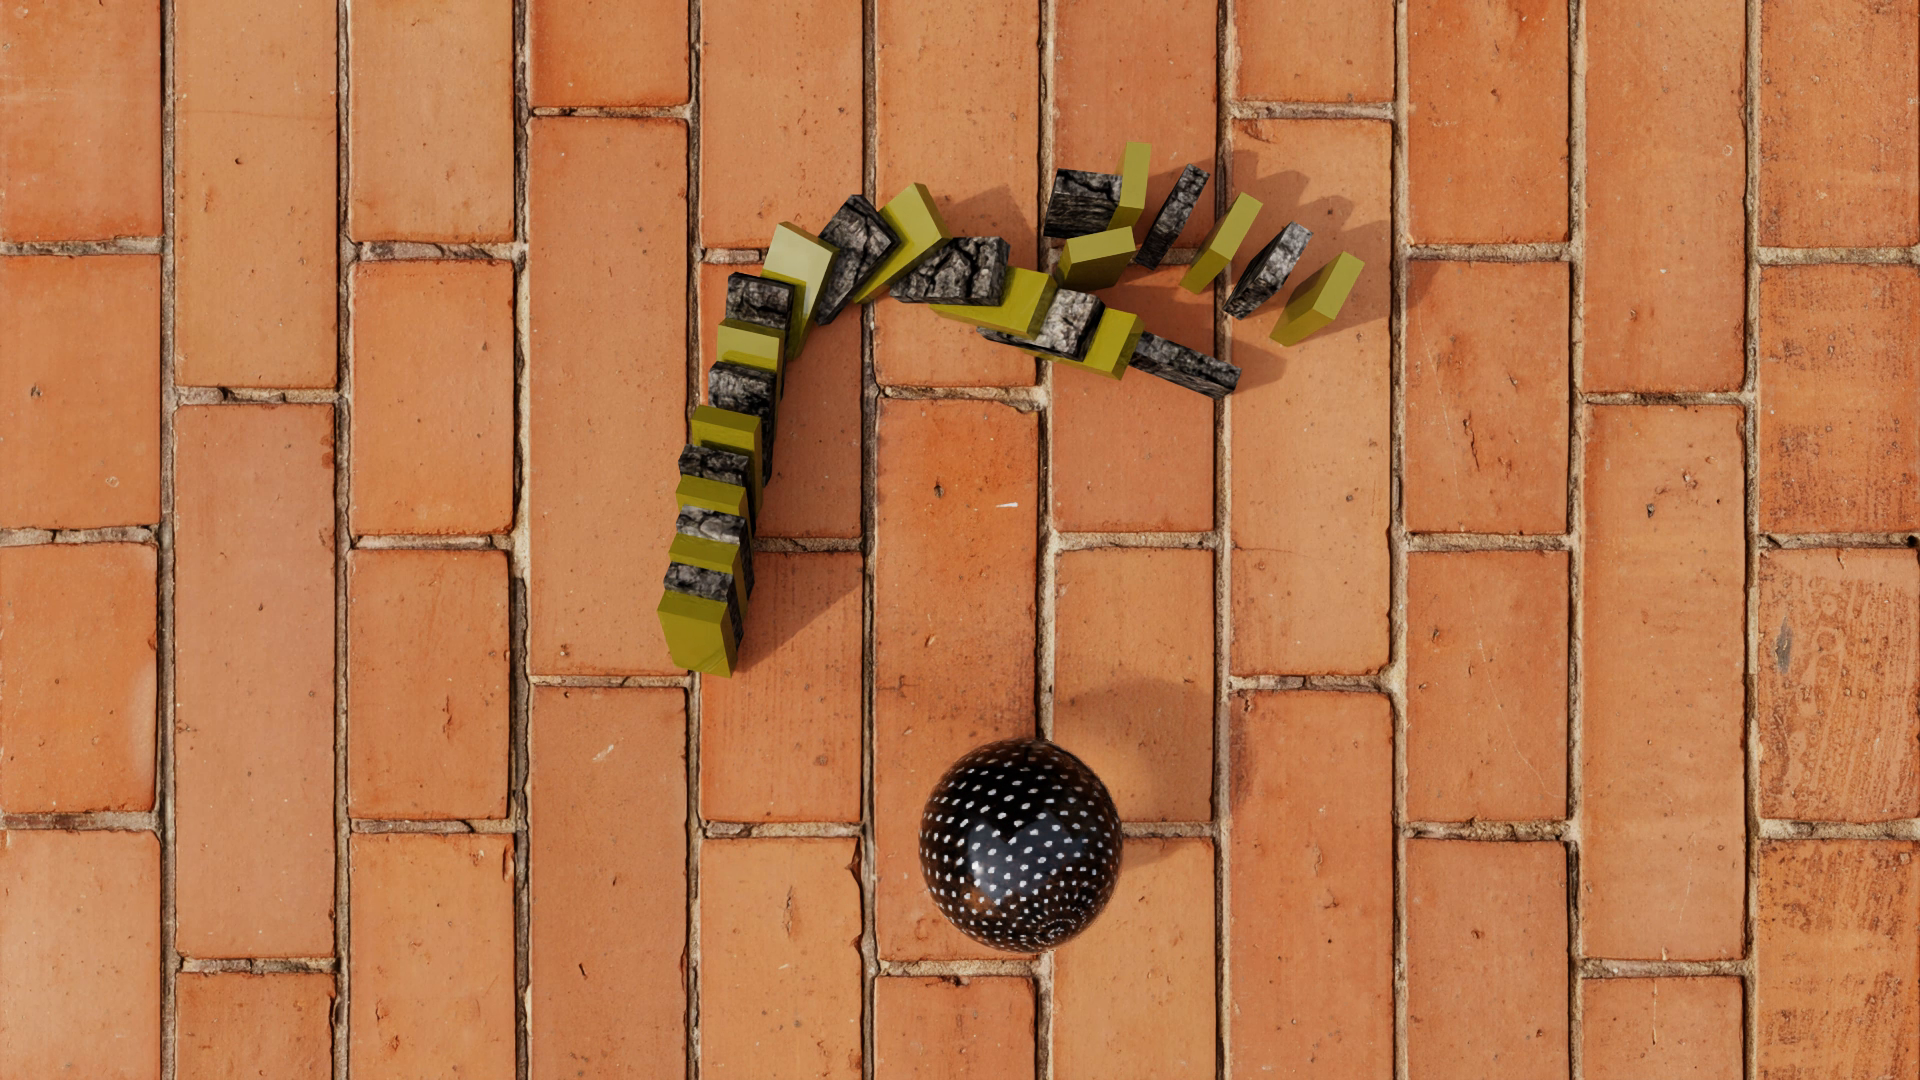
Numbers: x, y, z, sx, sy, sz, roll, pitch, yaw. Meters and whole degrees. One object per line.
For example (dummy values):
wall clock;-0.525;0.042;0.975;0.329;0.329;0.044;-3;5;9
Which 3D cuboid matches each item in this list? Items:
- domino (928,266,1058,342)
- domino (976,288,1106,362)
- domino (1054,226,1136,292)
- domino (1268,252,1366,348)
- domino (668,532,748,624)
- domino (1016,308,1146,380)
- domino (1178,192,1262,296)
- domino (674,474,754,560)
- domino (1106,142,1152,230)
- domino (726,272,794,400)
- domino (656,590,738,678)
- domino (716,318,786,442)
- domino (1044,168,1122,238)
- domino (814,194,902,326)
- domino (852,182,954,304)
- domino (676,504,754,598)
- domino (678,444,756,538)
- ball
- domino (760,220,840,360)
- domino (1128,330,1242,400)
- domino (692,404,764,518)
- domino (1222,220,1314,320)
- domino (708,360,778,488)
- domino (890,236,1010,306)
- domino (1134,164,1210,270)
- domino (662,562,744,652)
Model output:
domino;0.013;-0.102;0.383;0.050;0.009;0.025;22;90;30
domino;0.033;-0.092;0.382;0.050;0.009;0.025;22;90;35
domino;0.054;-0.113;0.375;0.025;0.050;0.009;-12;90;0
domino;0.145;-0.097;0.375;0.009;0.050;0.025;29;90;0
domino;-0.102;0.017;0.377;0.025;0.050;0.010;12;56;0
domino;0.049;-0.085;0.382;0.050;0.009;0.025;25;92;35
domino;0.106;-0.120;0.375;0.009;0.050;0.025;30;90;0
domino;-0.100;-0.006;0.377;0.025;0.050;0.010;12;56;0
domino;0.067;-0.140;0.375;0.009;0.050;0.025;7;90;0
domino;-0.085;-0.084;0.384;0.025;0.009;0.050;13;118;0
domino;-0.107;0.040;0.377;0.025;0.050;0.010;12;56;0
domino;-0.088;-0.065;0.383;0.025;0.009;0.050;12;121;0
domino;0.049;-0.136;0.375;0.025;0.050;0.009;7;90;0
domino;-0.050;-0.116;0.383;0.050;0.009;0.025;-40;89;31
domino;-0.030;-0.123;0.383;0.050;0.010;0.025;-28;89;32
domino;-0.100;0.006;0.377;0.025;0.050;0.010;12;56;0
domino;-0.099;-0.018;0.377;0.025;0.050;0.010;12;55;0
ball;0.023;0.119;0.360;0.080;0.080;0.080;0;90;0
domino;-0.071;-0.104;0.384;0.025;0.009;0.050;28;119;1
domino;0.091;-0.075;0.388;0.050;0.025;0.009;21;90;0
domino;-0.095;-0.031;0.378;0.025;0.050;0.010;12;48;0
domino;0.125;-0.109;0.375;0.010;0.050;0.025;31;90;0
domino;-0.091;-0.047;0.381;0.025;0.010;0.050;12;127;0
domino;-0.005;-0.112;0.383;0.050;0.009;0.025;11;90;33
domino;0.086;-0.131;0.375;0.009;0.050;0.025;27;90;0
domino;-0.105;0.028;0.377;0.025;0.050;0.009;12;56;0
